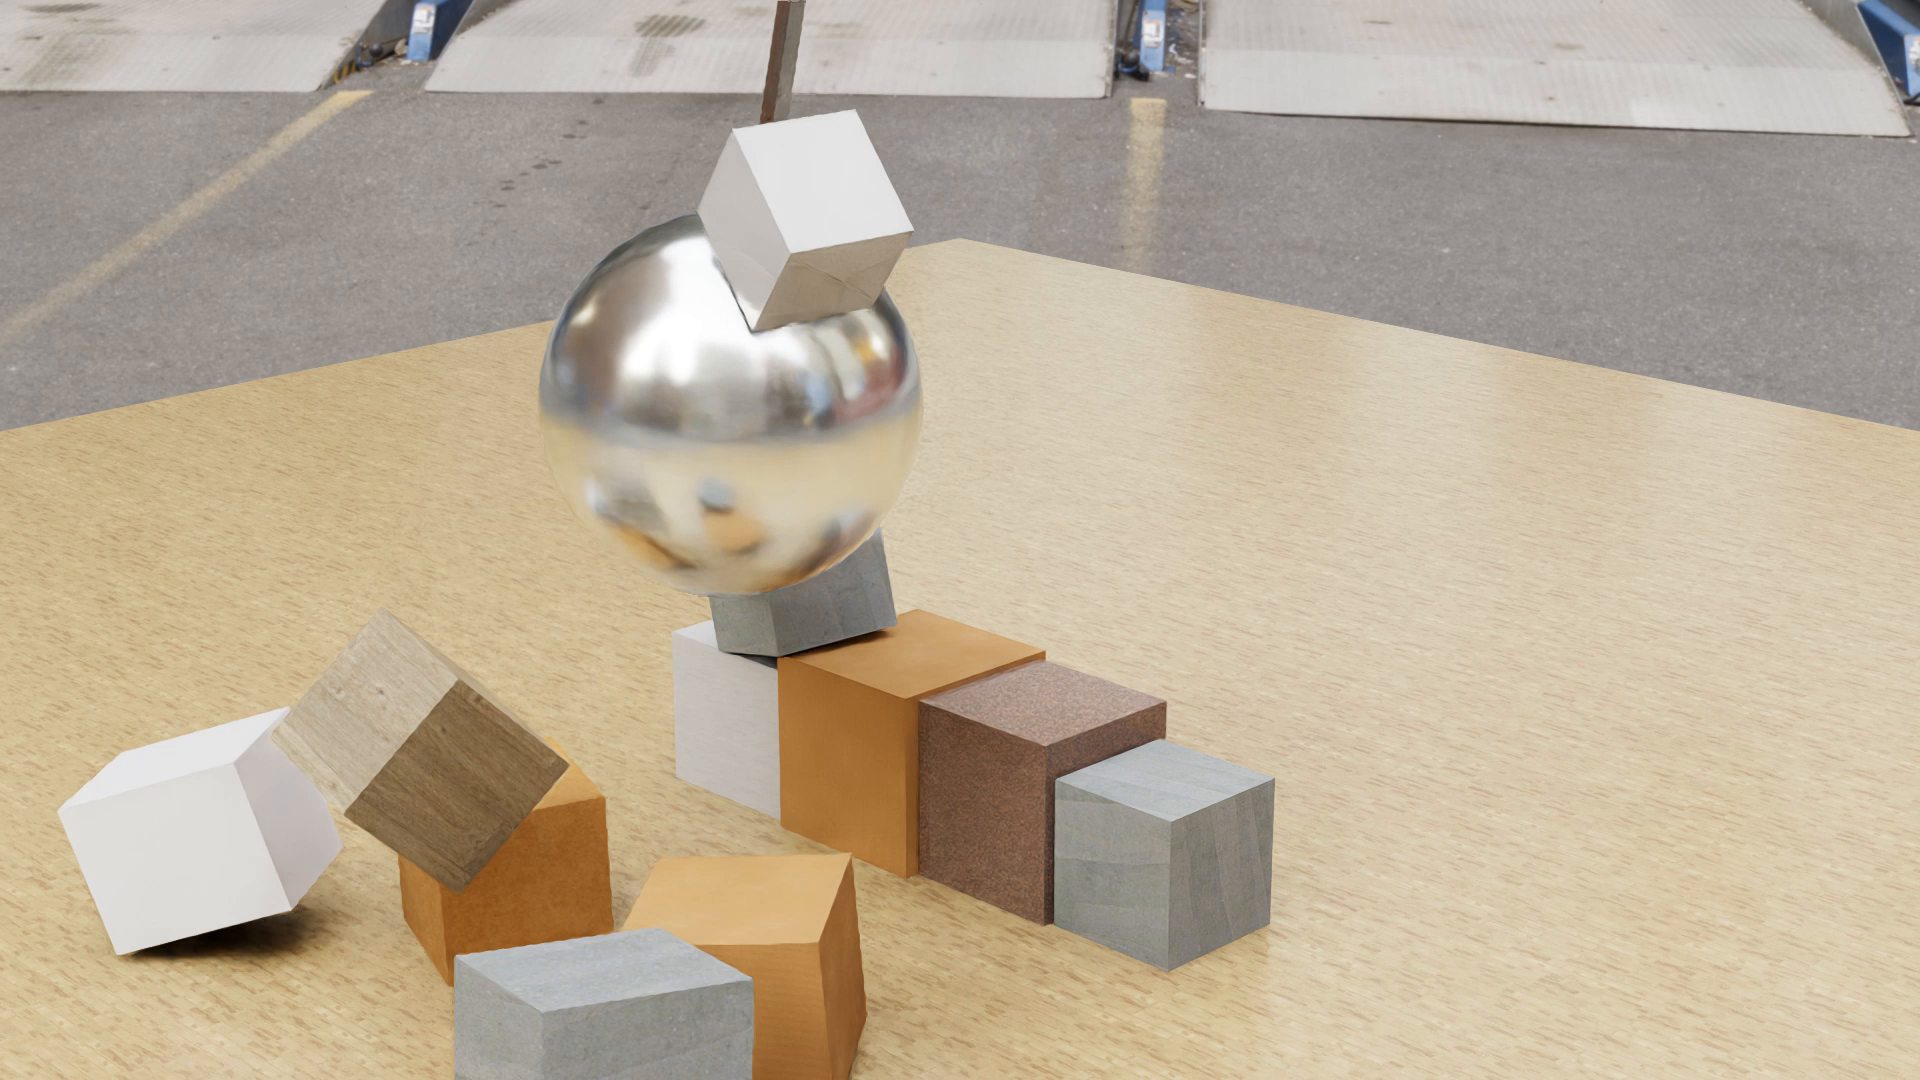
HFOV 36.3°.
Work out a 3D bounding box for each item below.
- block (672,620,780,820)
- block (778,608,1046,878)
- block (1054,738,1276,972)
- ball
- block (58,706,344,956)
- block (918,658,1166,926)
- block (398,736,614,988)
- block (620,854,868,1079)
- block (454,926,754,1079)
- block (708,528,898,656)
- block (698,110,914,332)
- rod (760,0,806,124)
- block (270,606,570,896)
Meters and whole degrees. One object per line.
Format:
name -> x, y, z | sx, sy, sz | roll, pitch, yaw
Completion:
block -> -0.820, 0.814, 14.477 | 0.836, 0.765, 0.840 | -17, 24, -42
block -> -0.226, 0.943, 13.878 | 0.917, 0.879, 0.861 | -17, 24, -42
block -> 0.892, 1.367, 12.838 | 0.685, 0.693, 0.666 | -17, 24, -42
ball -> -0.948, -0.566, 12.170 | 1.600, 1.600, 1.600 | 0, 17, 0
block -> -3.279, 1.255, 12.721 | 0.827, 0.690, 0.698 | -15, 14, 11
block -> 0.373, 1.130, 13.327 | 0.792, 0.853, 0.790 | -17, 24, -42
block -> -1.987, 1.381, 12.711 | 0.733, 0.726, 0.764 | -9, 20, -23
block -> -0.845, 1.736, 11.501 | 0.790, 0.721, 0.810 | -2, 18, 8
block -> -1.260, 1.865, 10.321 | 0.803, 0.747, 0.733 | -4, 10, -32
block -> -0.787, 0.128, 13.970 | 0.656, 0.697, 0.602 | -14, 8, -31
block -> -0.608, -1.244, 11.398 | 0.535, 0.533, 0.582 | -14, 67, -28
rod -> -0.411, -3.889, 11.689 | 0.080, 5.200, 0.080 | 17, 11, 42
block -> -2.132, 0.832, 11.583 | 0.671, 0.712, 0.671 | -50, 44, -6
